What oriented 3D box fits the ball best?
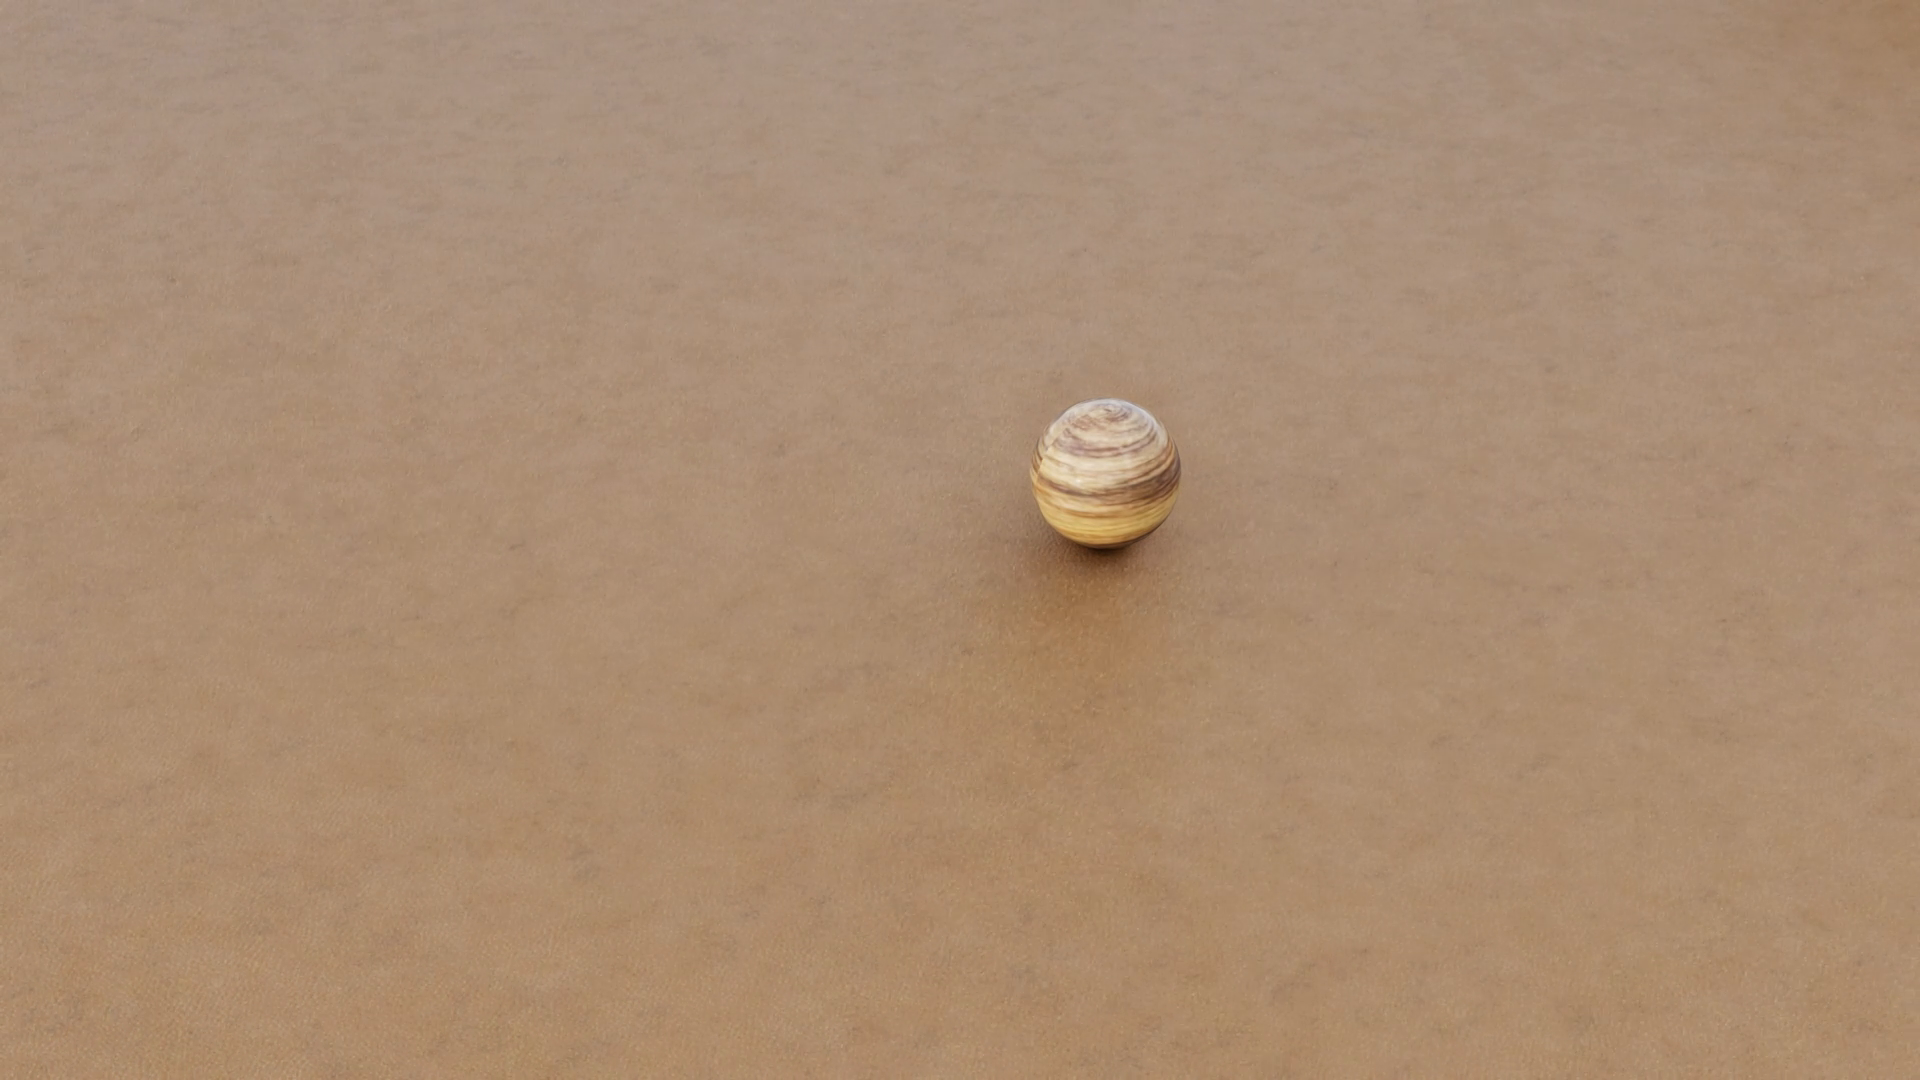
[{"bbox_3d":[0.086,-0.040,1.743,0.090,0.090,0.090,0,31,0],"label":"ball"}]
